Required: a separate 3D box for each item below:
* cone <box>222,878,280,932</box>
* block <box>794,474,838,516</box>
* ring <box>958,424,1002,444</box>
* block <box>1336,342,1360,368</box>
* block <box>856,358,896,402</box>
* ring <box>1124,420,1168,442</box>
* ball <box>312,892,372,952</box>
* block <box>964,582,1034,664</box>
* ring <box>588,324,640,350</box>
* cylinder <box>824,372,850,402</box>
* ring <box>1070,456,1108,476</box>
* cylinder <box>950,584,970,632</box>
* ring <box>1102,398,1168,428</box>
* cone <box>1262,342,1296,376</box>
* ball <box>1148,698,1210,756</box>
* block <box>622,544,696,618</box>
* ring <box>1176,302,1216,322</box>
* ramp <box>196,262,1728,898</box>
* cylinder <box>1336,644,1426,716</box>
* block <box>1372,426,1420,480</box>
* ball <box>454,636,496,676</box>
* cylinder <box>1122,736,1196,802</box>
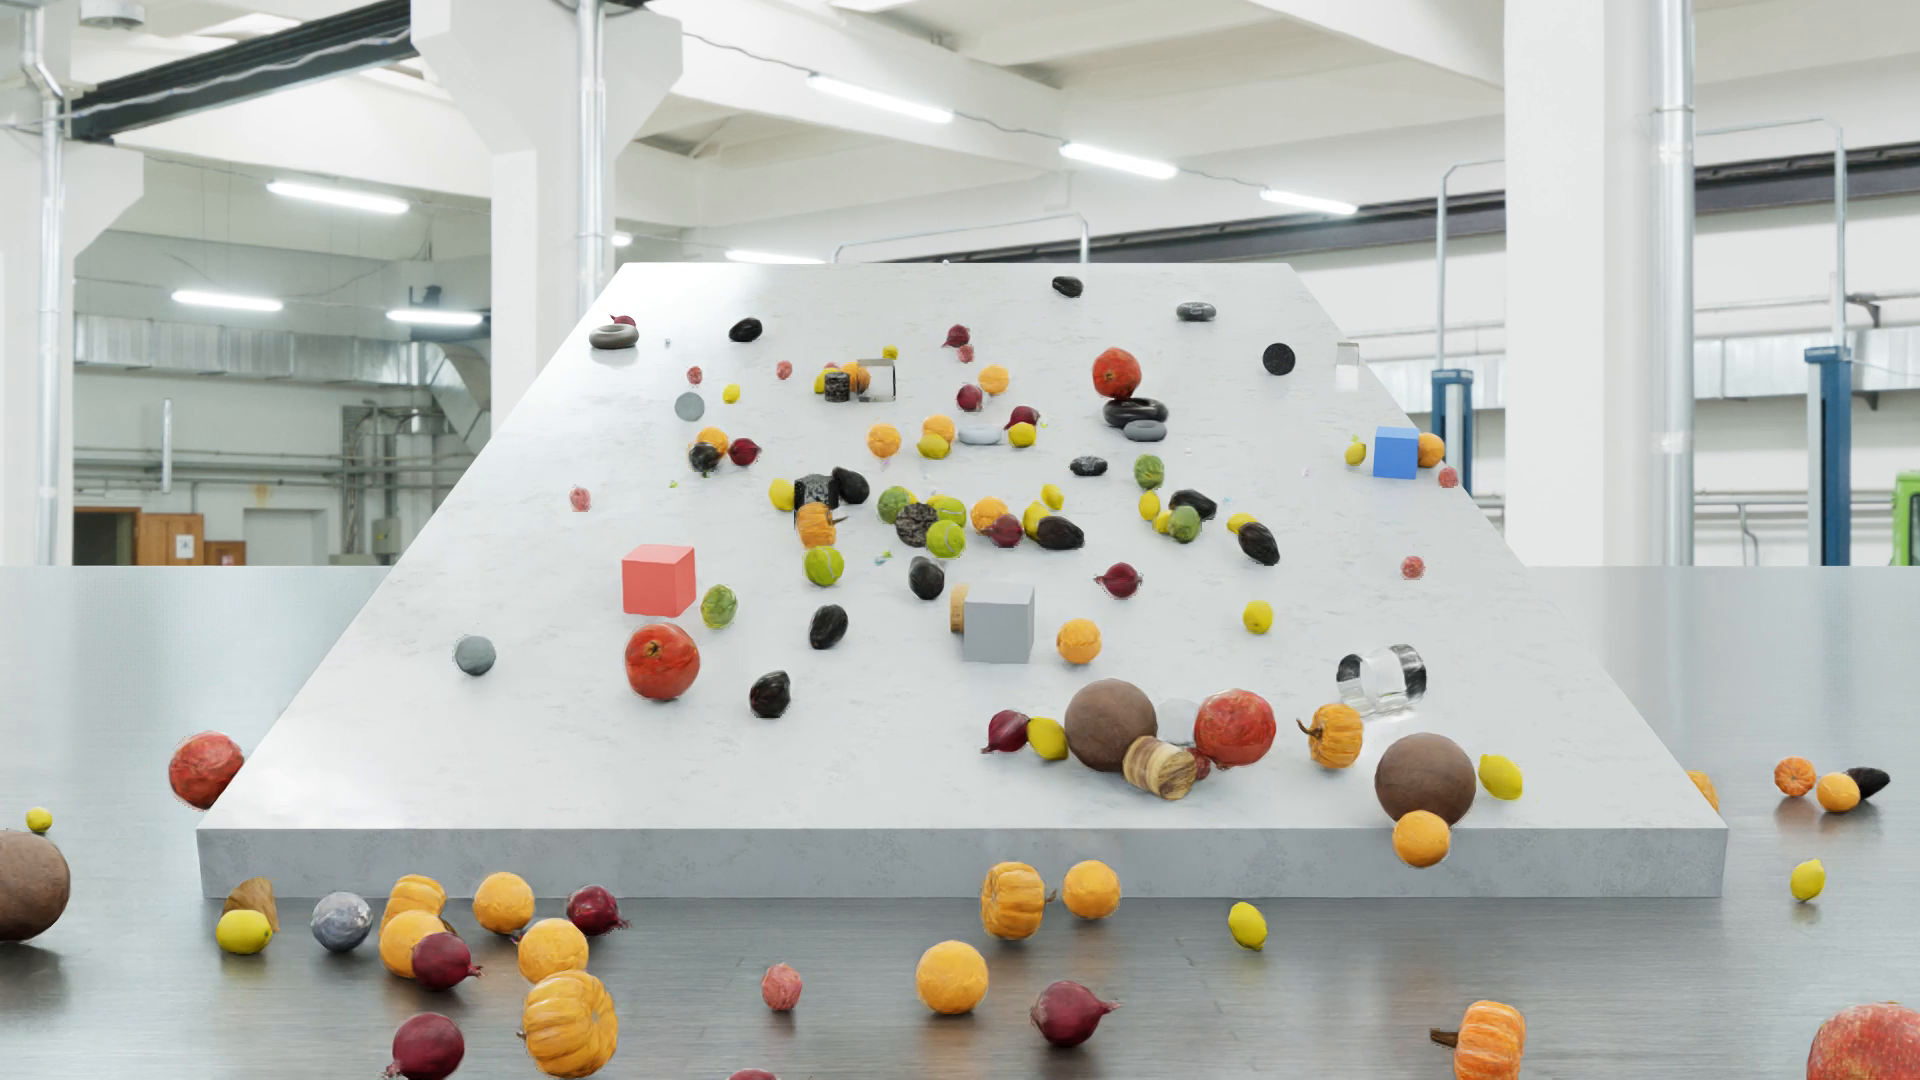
[{"bbox_3d":[-0.836,0.454,2.680,0.068,0.068,0.068,31,17,31],"label":"cone"},{"bbox_3d":[-0.274,-0.088,4.269,0.060,0.060,0.060,10,20,29],"label":"block"},{"bbox_3d":[0.043,-0.225,4.754,0.094,0.031,0.094,0,16,0],"label":"ring"},{"bbox_3d":[0.942,-0.449,5.425,0.052,0.052,0.052,2,18,7],"label":"block"},{"bbox_3d":[-0.193,-0.365,5.109,0.082,0.082,0.082,-2,18,-7],"label":"block"},{"bbox_3d":[0.398,-0.234,4.780,0.094,0.031,0.094,-1,19,0],"label":"ring"},{"bbox_3d":[-0.704,0.434,2.541,0.067,0.067,0.067,0,-1,0],"label":"ball"},{"bbox_3d":[0.062,0.130,3.519,0.100,0.100,0.100,2,18,7],"label":"block"},{"bbox_3d":[-0.874,-0.514,5.638,0.129,0.043,0.129,-3,20,1],"label":"ring"},{"bbox_3d":[-0.280,-0.349,5.097,0.057,0.057,0.057,0,18,0],"label":"cylinder"},{"bbox_3d":[0.261,-0.149,4.522,0.079,0.026,0.079,-1,19,0],"label":"ring"},{"bbox_3d":[0.028,0.111,3.612,0.079,0.079,0.079,2,0,7],"label":"cylinder"},{"bbox_3d":[0.384,-0.279,4.895,0.146,0.049,0.146,1,17,0],"label":"ring"},{"bbox_3d":[0.760,-0.427,5.379,0.081,0.081,0.081,0,-8,-6],"label":"cone"},{"bbox_3d":[0.307,0.264,3.123,0.086,0.086,0.086,0,-1,0],"label":"ball"},{"bbox_3d":[-0.503,0.067,3.726,0.094,0.094,0.094,4,18,13],"label":"block"},{"bbox_3d":[0.630,-0.609,5.955,0.111,0.037,0.111,1,19,0],"label":"ring"},{"bbox_3d":[-0.003,-0.182,4.831,2.000,0.100,4.000,0,18,0],"label":"ramp"},{"bbox_3d":[0.622,0.206,3.291,0.093,0.093,0.093,-9,4,-28],"label":"cylinder"},{"bbox_3d":[0.883,-0.177,4.514,0.084,0.084,0.084,4,18,13],"label":"block"},{"bbox_3d":[-0.745,0.177,3.431,0.062,0.062,0.062,0,-1,0],"label":"ball"},{"bbox_3d":[0.269,0.307,3.010,0.070,0.070,0.070,0,13,-40],"label":"cylinder"}]
